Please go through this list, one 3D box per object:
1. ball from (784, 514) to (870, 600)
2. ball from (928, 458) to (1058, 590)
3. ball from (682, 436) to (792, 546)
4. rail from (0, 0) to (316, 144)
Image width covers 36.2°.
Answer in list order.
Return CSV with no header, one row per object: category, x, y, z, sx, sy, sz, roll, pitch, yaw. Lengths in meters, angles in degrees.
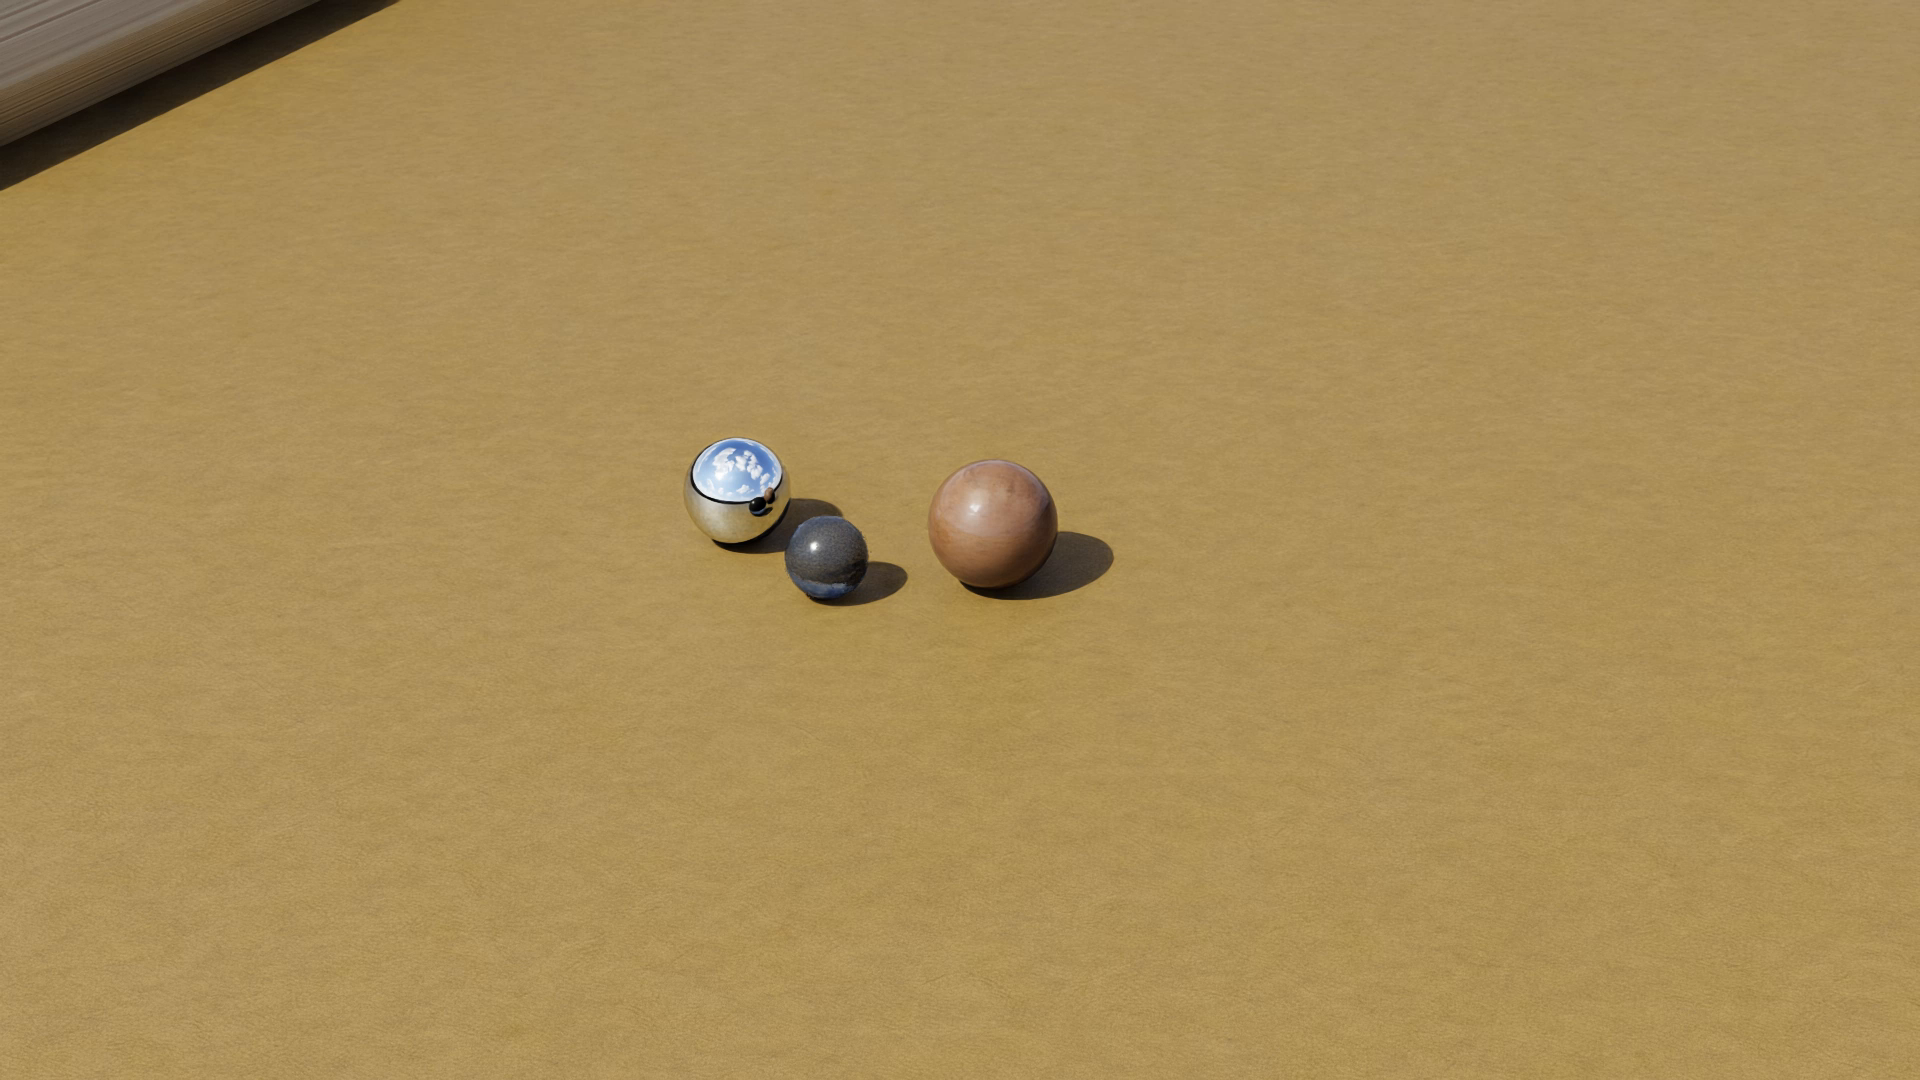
ball,-0.078,0.010,1.723,0.049,0.049,0.049,0,27,0
ball,0.019,-0.009,1.730,0.077,0.077,0.077,0,27,0
ball,-0.135,-0.030,1.781,0.066,0.066,0.066,0,27,0
rail,-0.539,-0.606,2.828,0.045,0.121,3.677,12,30,22
